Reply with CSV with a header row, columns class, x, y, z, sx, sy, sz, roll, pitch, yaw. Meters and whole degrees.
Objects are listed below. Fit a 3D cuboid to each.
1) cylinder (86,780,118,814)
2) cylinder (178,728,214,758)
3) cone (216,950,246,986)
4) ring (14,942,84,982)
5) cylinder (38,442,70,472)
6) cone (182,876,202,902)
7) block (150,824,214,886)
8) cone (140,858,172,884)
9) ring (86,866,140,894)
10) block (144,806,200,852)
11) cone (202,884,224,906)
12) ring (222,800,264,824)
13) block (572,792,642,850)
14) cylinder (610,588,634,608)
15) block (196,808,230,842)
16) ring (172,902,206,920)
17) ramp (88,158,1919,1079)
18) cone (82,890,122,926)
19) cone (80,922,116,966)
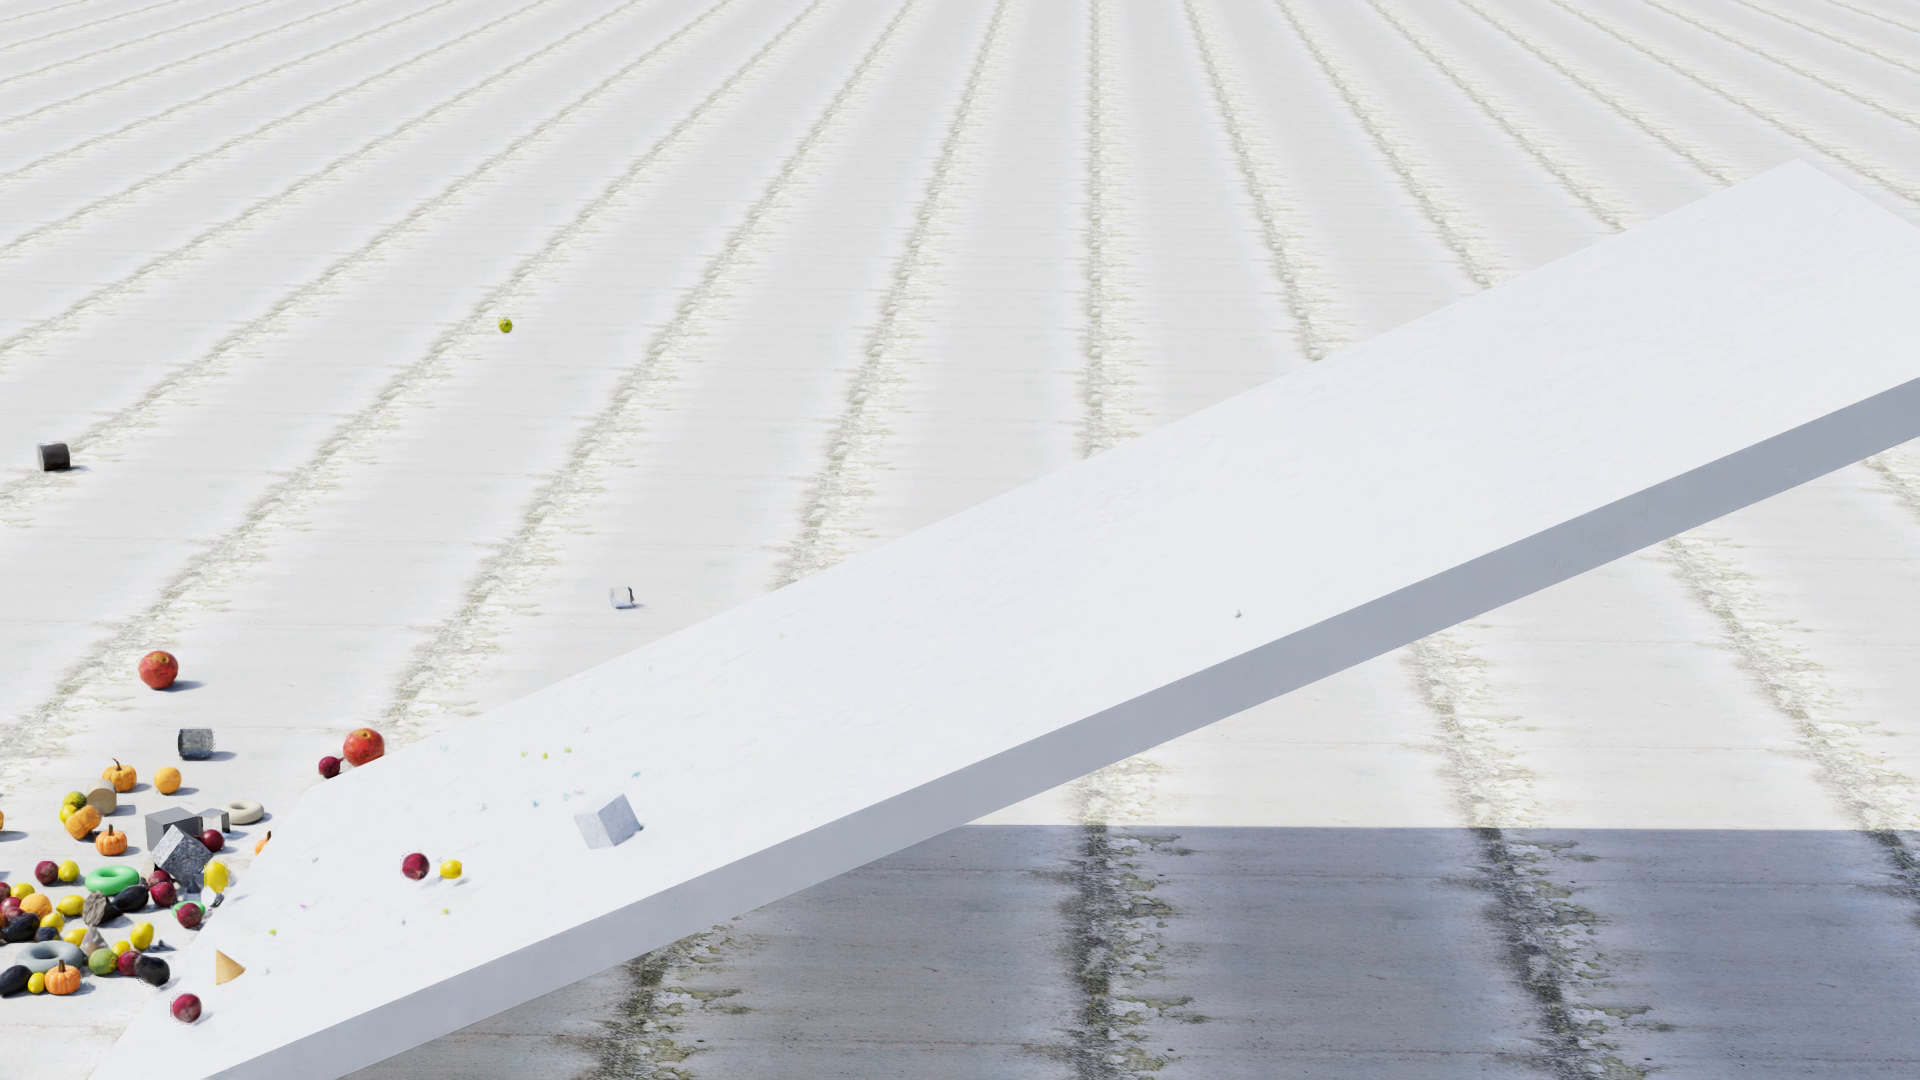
class,x,y,z,sx,sy,sz,roll,pitch,yaw
cylinder,-2.223,0.666,7.616,0.076,0.076,0.076,-6,7,-20
cylinder,-2.086,0.554,8.029,0.078,0.078,0.078,0,15,-1
cone,-1.538,0.881,6.137,0.069,0.069,0.069,-23,13,6
ring,-2.050,0.948,6.621,0.149,0.050,0.149,1,18,0
cylinder,-3.457,-0.317,11.221,0.099,0.099,0.099,-8,17,-28
cone,-1.833,0.832,7.035,0.058,0.058,0.058,0,15,0
block,-1.889,0.766,7.137,0.094,0.094,0.094,41,-10,-33
cone,-1.949,0.813,7.160,0.065,0.065,0.065,22,-1,-38
ring,-2.047,0.822,7.104,0.128,0.043,0.128,0,14,0
block,-1.966,0.731,7.339,0.094,0.094,0.094,-13,20,-40
cone,-1.772,0.854,7.019,0.054,0.054,0.054,13,-7,41
ring,-1.847,0.699,7.567,0.112,0.037,0.112,1,16,0
block,-0.703,0.560,5.853,0.080,0.080,0.080,-12,18,45
cylinder,-1.086,0.185,9.434,0.060,0.060,0.060,-6,16,-21
block,-1.892,0.720,7.444,0.061,0.061,0.061,8,17,28
ring,-1.820,0.875,6.939,0.077,0.026,0.077,0,16,0
ramp,0.132,0.170,6.284,4.000,0.100,2.000,-23,13,8
cone,-2.001,0.874,6.917,0.086,0.086,0.086,13,-7,41
cone,-1.970,0.909,6.686,0.091,0.091,0.091,0,15,0
